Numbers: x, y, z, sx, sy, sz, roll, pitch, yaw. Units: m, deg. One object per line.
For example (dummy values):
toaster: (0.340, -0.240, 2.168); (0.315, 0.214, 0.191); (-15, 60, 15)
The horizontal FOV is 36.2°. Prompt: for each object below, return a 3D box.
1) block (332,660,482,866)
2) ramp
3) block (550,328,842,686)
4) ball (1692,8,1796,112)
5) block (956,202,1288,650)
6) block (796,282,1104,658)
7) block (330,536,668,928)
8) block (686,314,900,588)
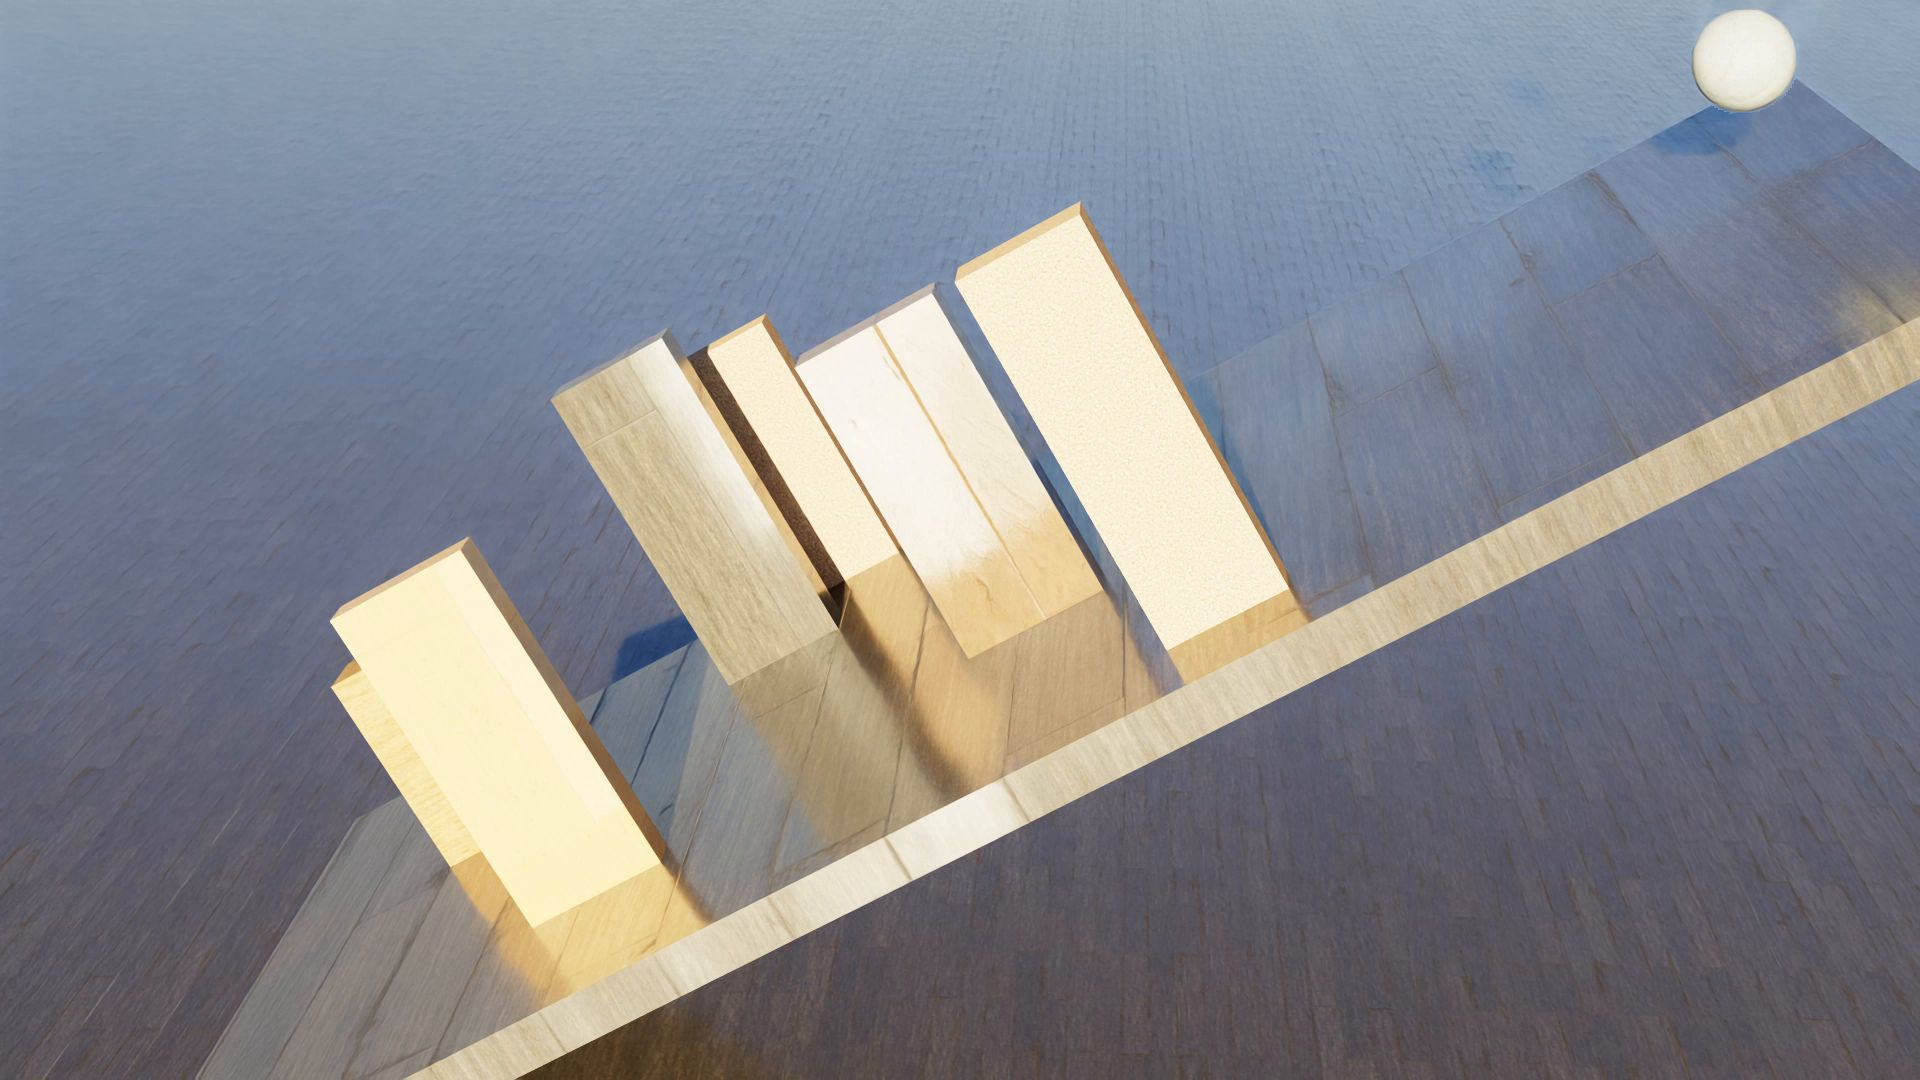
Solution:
block: (-1.115, 0.427, 6.701); (0.393, 0.501, 0.147); (-28, 15, 11)
ramp: (0.142, 0.167, 6.283); (4.000, 0.100, 2.000); (-28, 15, 11)
block: (-0.602, -0.073, 6.784); (0.297, 0.789, 0.103); (-28, 15, 11)
ball: (1.562, -0.956, 5.864); (0.203, 0.203, 0.203); (0, 18, 0)
block: (0.301, -0.204, 5.398); (0.255, 0.799, 0.116); (-28, 15, 11)
block: (-0.016, -0.137, 5.993); (0.316, 0.707, 0.102); (-28, 15, 11)
block: (-0.922, 0.392, 5.914); (0.308, 0.756, 0.088); (-28, 15, 11)
block: (-0.479, -0.167, 7.131); (0.395, 0.653, 0.090); (-28, 15, 11)
